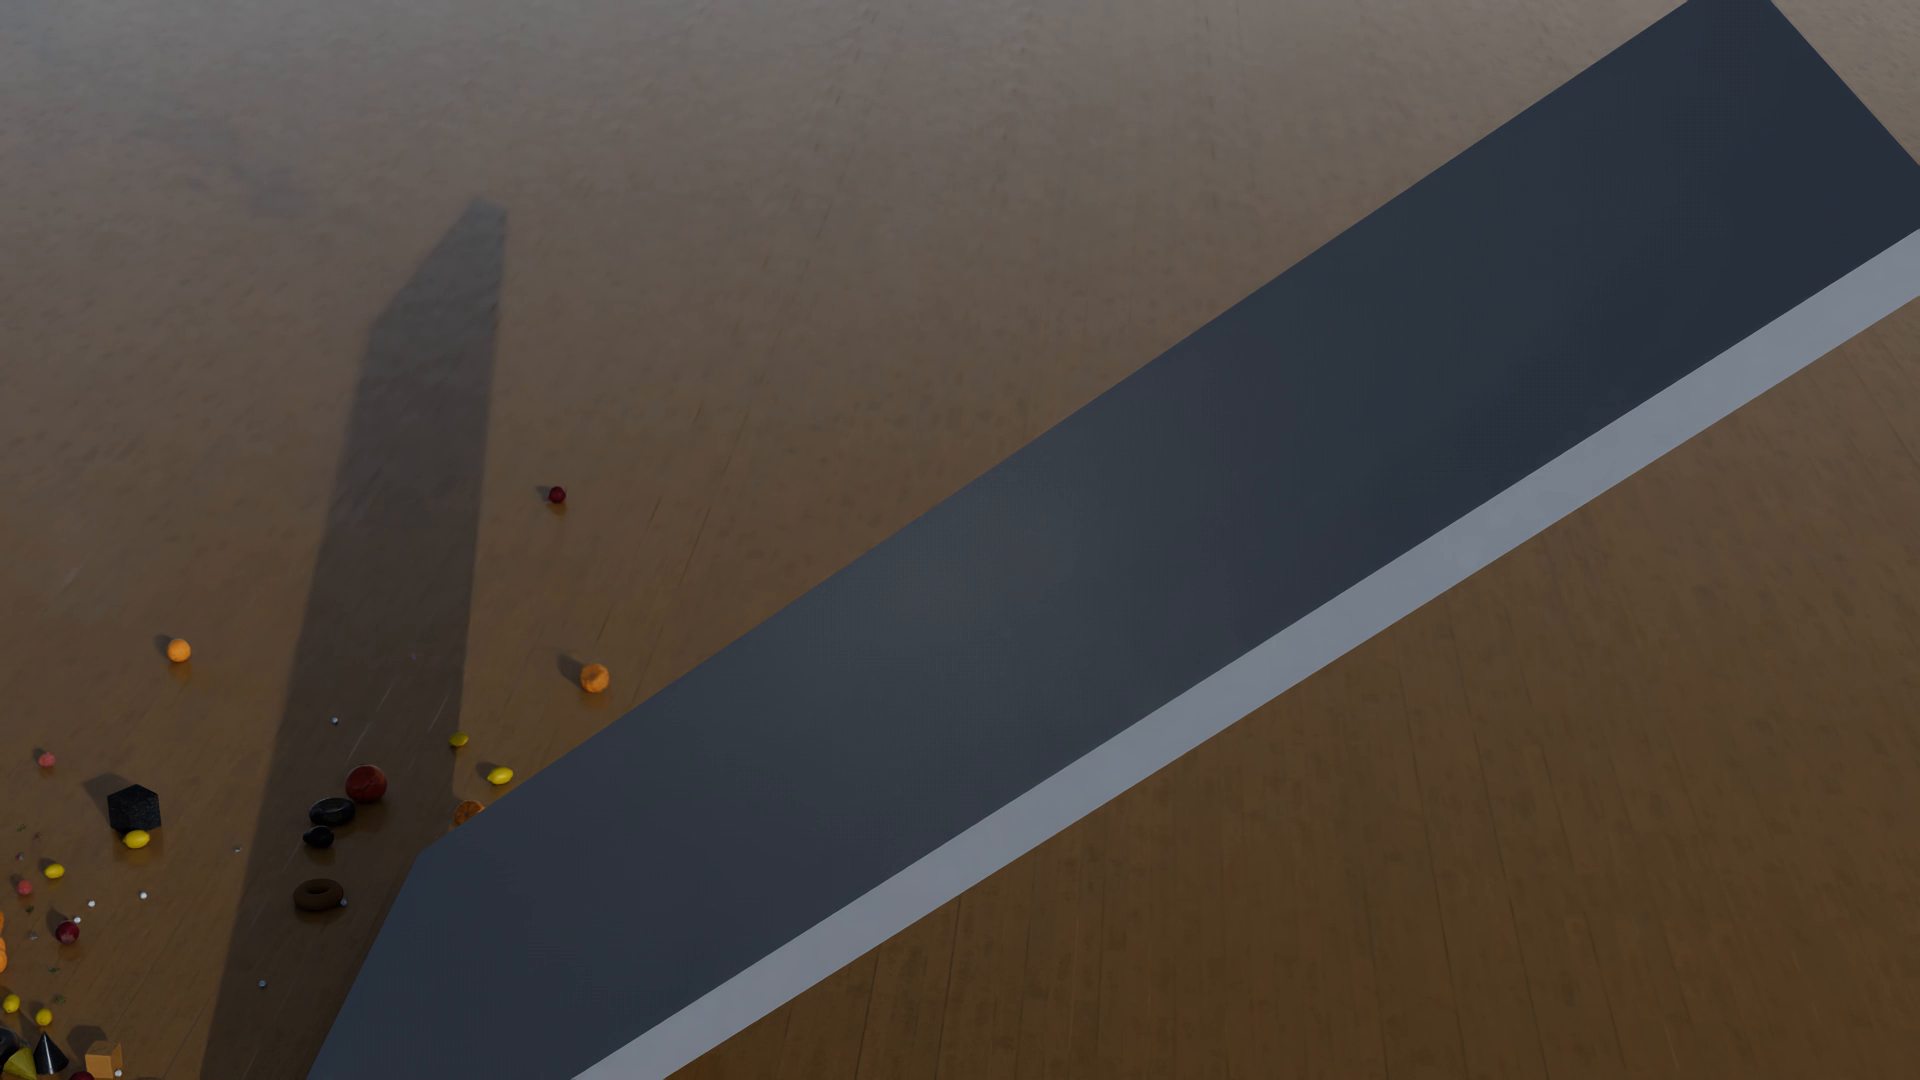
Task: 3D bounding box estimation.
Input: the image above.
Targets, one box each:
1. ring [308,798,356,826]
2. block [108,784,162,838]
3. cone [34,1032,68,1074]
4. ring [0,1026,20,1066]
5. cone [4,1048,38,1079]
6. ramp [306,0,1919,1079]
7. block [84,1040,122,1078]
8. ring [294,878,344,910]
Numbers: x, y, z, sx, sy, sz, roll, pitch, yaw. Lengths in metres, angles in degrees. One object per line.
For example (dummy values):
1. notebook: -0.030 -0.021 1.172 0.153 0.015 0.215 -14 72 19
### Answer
1. ring: -1.734 0.752 8.122 0.127 0.042 0.127 -1 22 1
2. block: -2.266 0.743 8.070 0.097 0.097 0.097 17 28 36
3. cone: -2.161 1.200 6.956 0.093 0.093 0.093 0 22 0
4. ring: -2.313 1.207 6.998 0.148 0.049 0.148 1 23 0
5. cone: -2.189 1.249 6.911 0.080 0.080 0.080 41 38 19
6. ramp: 0.131 0.177 6.317 4.000 0.100 2.000 -34 16 16
7. block: -2.019 1.225 6.936 0.062 0.062 0.062 3 22 7
8. ring: -1.678 0.927 7.692 0.130 0.043 0.130 1 21 0
